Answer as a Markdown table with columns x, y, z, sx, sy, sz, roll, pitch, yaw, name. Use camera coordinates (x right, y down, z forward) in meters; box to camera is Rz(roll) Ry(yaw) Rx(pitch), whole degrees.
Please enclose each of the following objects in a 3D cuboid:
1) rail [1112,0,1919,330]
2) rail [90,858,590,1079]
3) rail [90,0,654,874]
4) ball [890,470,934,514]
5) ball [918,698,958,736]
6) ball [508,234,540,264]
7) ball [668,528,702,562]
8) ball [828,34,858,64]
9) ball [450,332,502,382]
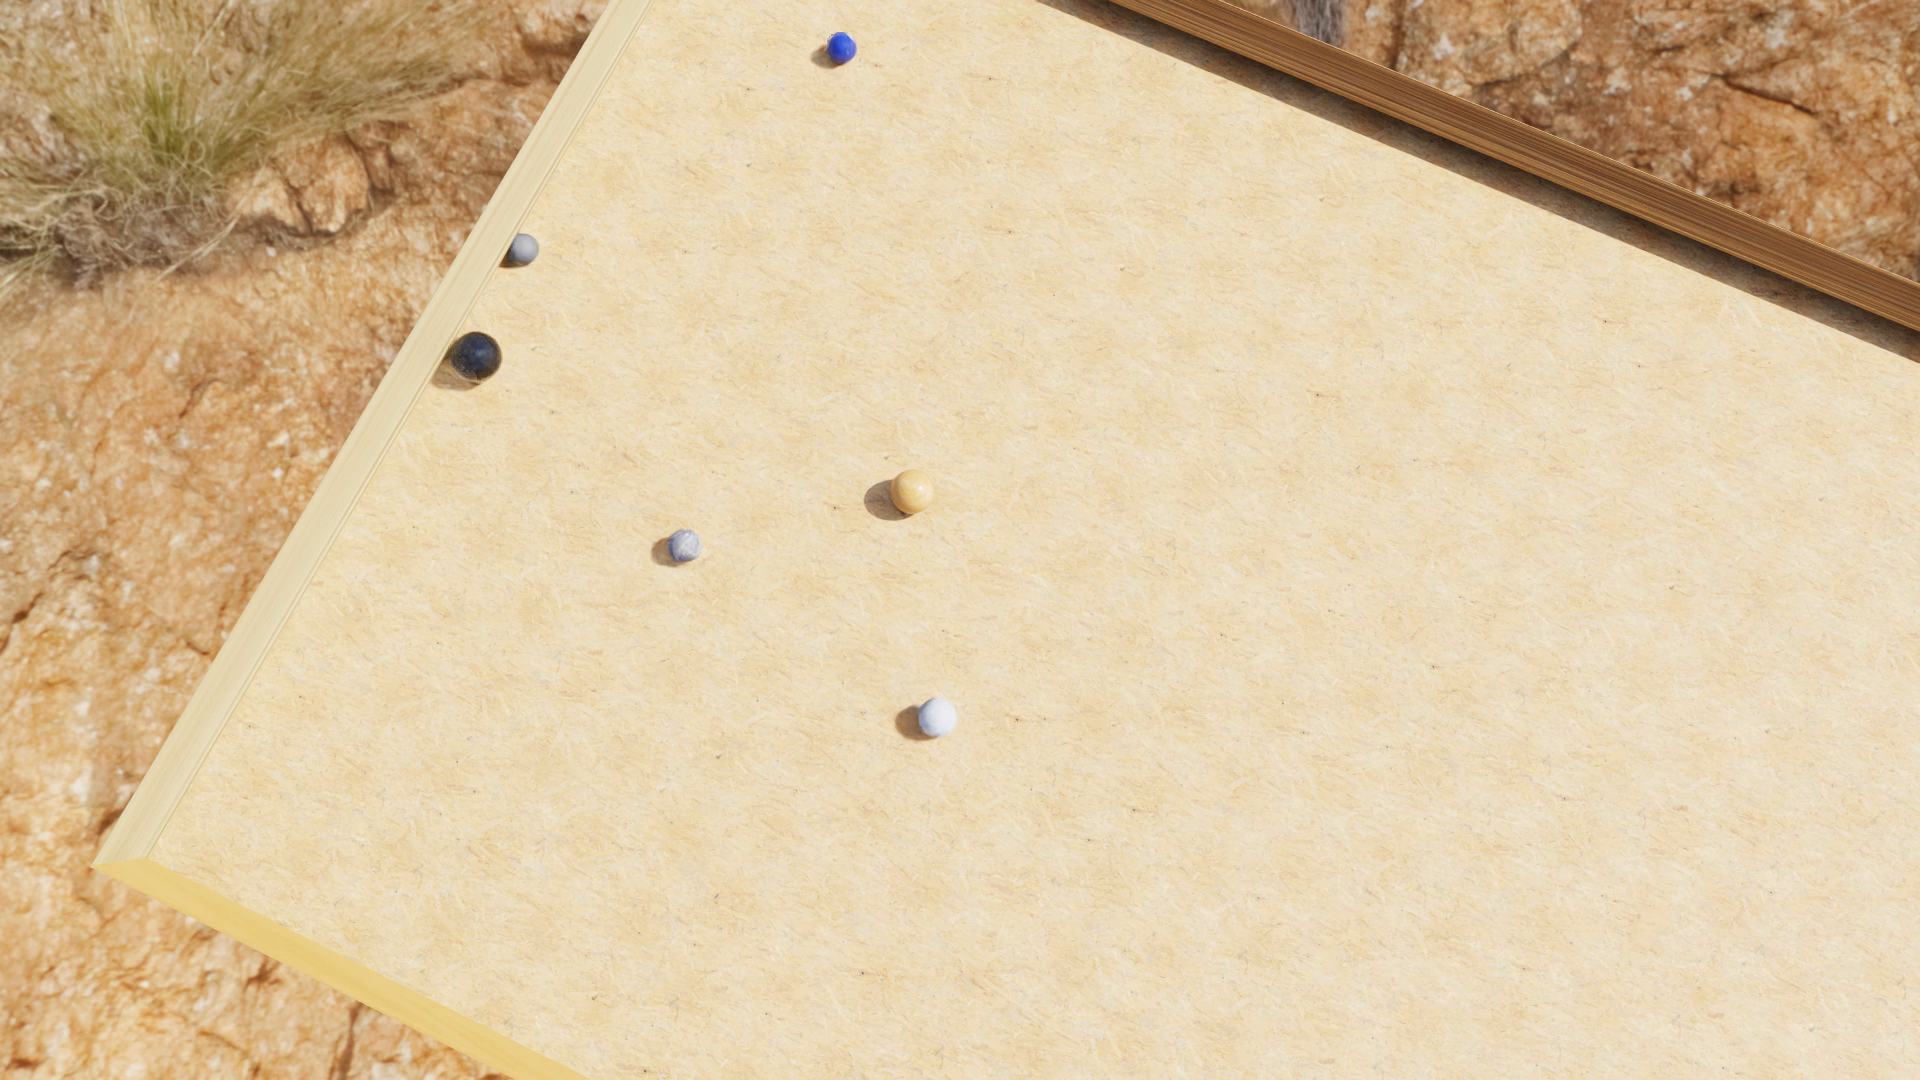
| x | y | z | sx | sy | sz | roll | pitch | yaw | name |
| --- | --- | --- | --- | --- | --- | --- | --- | --- | --- |
| 1.247 | -0.482 | 3.547 | 3.651 | 0.106 | 0.045 | 24 | 73 | 8 | rail |
| 0.404 | 1.209 | 2.986 | 3.651 | 0.106 | 0.045 | 24 | 73 | 8 | rail |
| -0.804 | -0.368 | 3.509 | 0.045 | 0.106 | 2.019 | 24 | 73 | 8 | rail |
| -0.074 | -0.076 | 3.432 | 0.070 | 0.070 | 0.070 | 0 | 72 | 0 | ball |
| -0.034 | 0.267 | 3.324 | 0.059 | 0.059 | 0.059 | 0 | 72 | 0 | ball |
| -0.710 | -0.473 | 3.574 | 0.050 | 0.050 | 0.050 | 0 | 72 | 0 | ball |
| -0.426 | 0.009 | 3.413 | 0.052 | 0.052 | 0.052 | 0 | 72 | 0 | ball |
| -0.198 | -0.825 | 3.691 | 0.050 | 0.050 | 0.050 | 0 | 72 | 0 | ball |
| -0.769 | -0.291 | 3.497 | 0.082 | 0.082 | 0.082 | 0 | 72 | 0 | ball |
